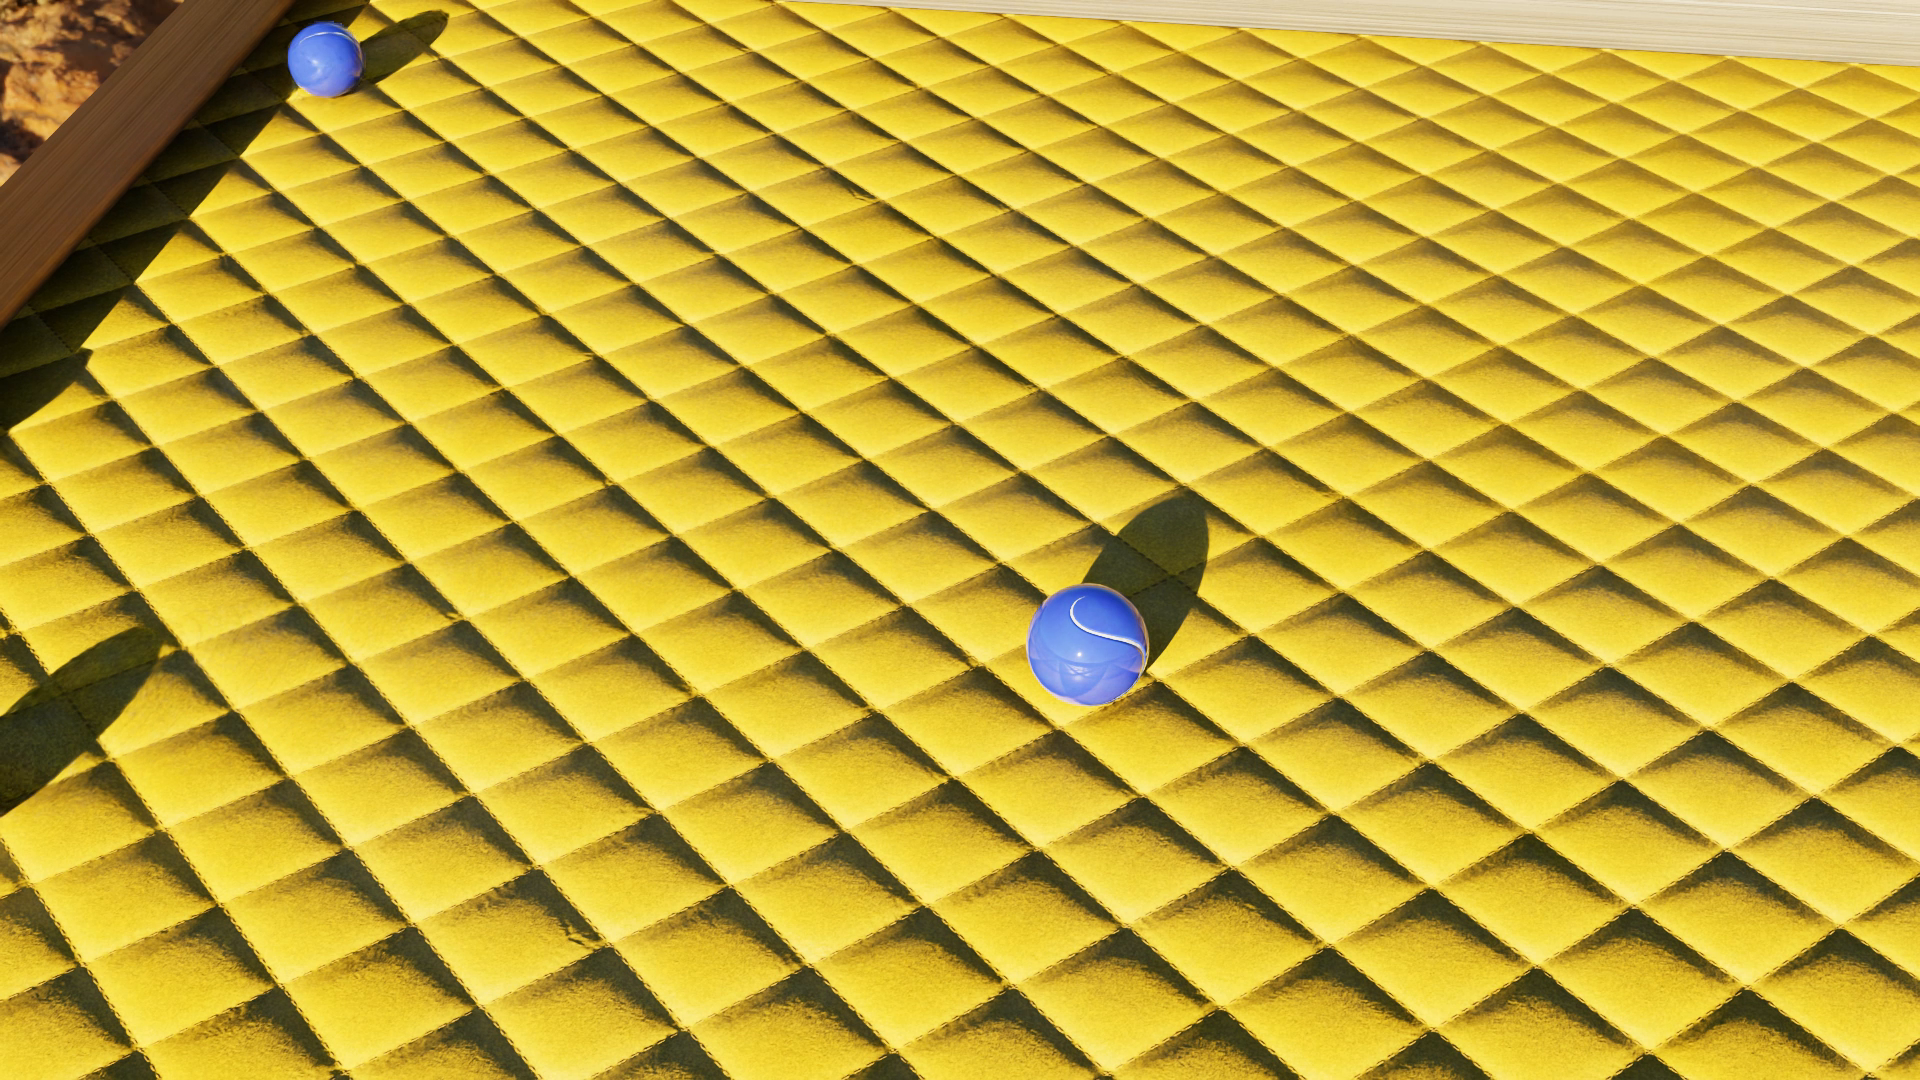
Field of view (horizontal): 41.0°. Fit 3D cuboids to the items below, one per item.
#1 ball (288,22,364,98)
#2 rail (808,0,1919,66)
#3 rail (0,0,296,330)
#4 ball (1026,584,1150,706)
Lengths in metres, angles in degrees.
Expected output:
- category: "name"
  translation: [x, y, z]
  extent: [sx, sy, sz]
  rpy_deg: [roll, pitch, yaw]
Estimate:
- category: "ball"
  translation: [-0.632, -0.478, 2.557]
  extent: [0.074, 0.074, 0.074]
  rpy_deg: [0, 35, 0]
- category: "rail"
  translation: [1.000, -0.518, 2.581]
  extent: [3.457, 0.110, 0.045]
  rpy_deg: [5, 35, 7]
- category: "rail"
  translation: [-0.832, -0.085, 1.959]
  extent: [0.045, 0.110, 2.073]
  rpy_deg: [5, 35, 7]
- category: "ball"
  translation: [0.087, 0.072, 1.756]
  extent: [0.085, 0.085, 0.085]
  rpy_deg: [0, 35, 0]
